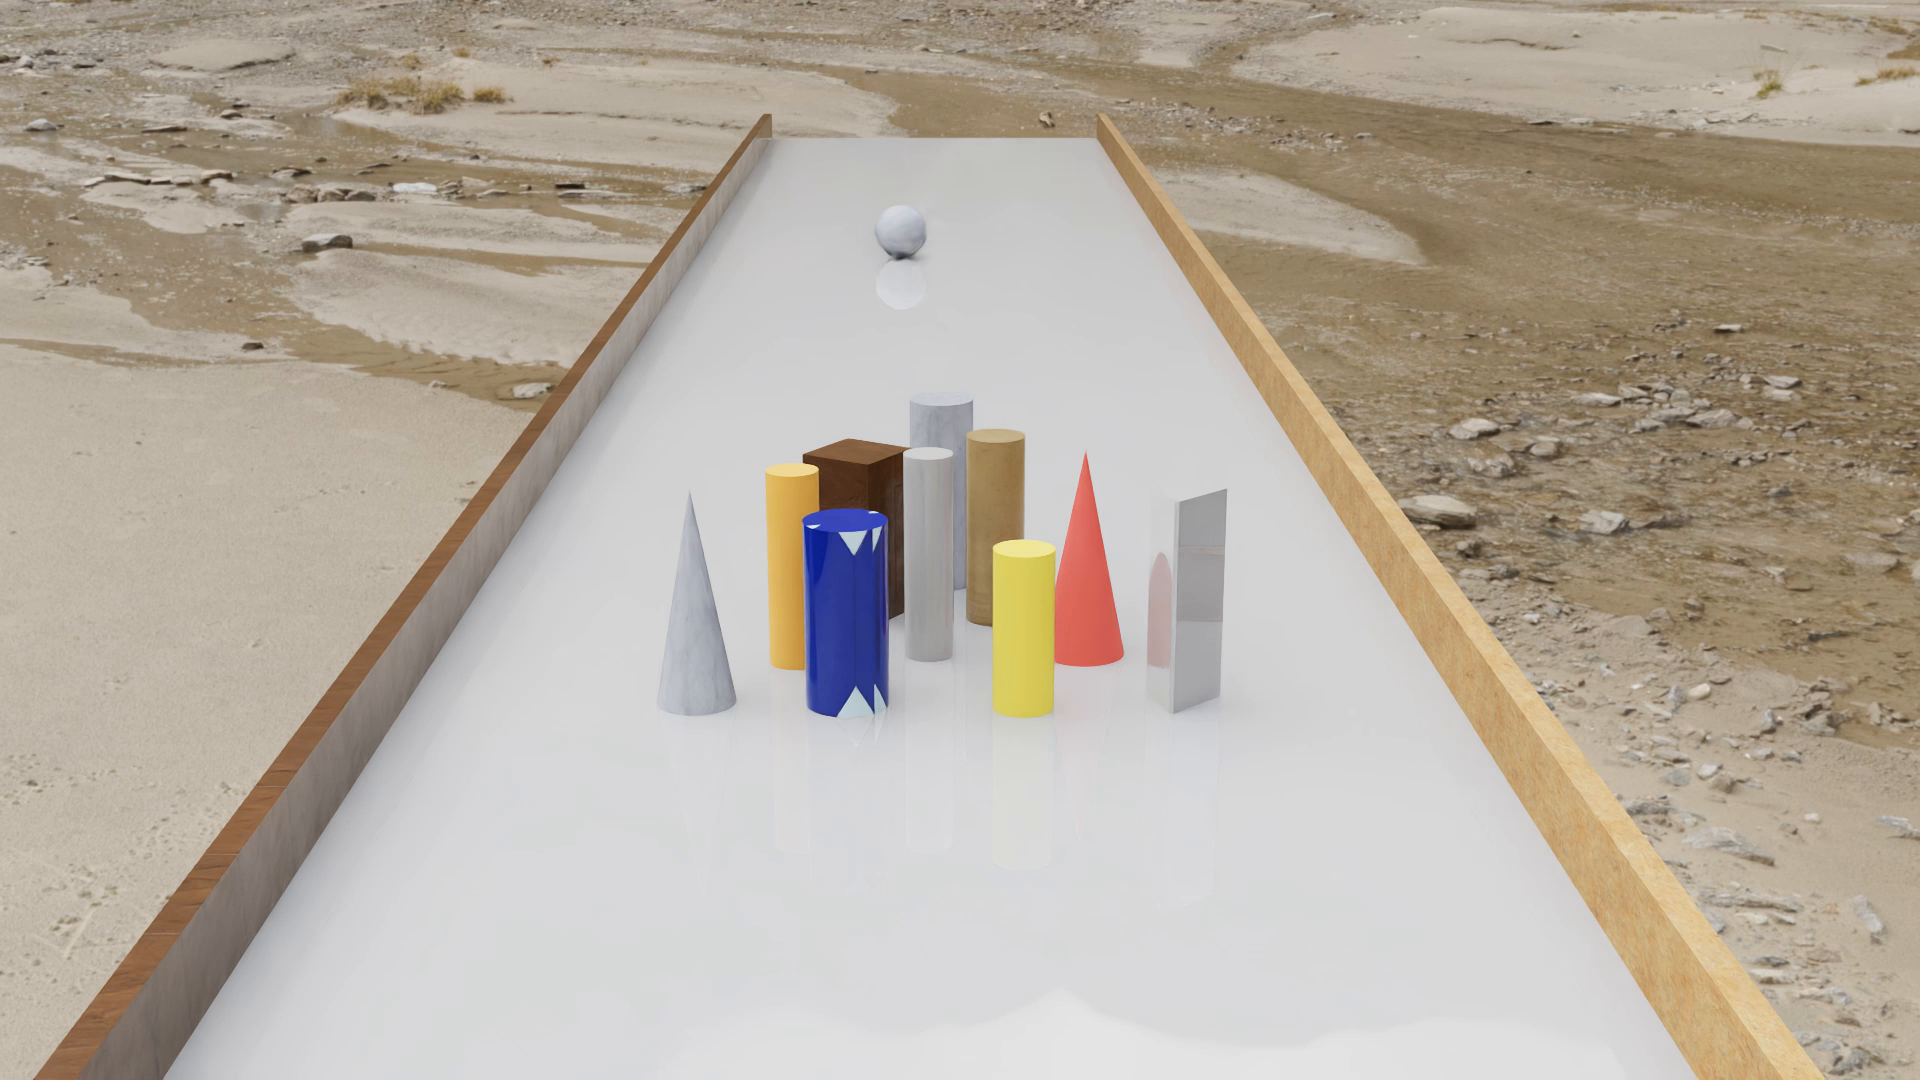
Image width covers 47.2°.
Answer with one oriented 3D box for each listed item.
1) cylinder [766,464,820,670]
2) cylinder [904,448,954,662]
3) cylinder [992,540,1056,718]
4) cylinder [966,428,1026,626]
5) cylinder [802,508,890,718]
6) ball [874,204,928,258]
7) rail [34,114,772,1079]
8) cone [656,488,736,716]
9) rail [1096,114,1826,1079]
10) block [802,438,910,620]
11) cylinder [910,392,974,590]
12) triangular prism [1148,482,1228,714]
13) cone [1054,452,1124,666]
[{"bbox_3d":[-0.328,0.053,4.353,0.104,0.397,0.104,0,17,0],"label":"cylinder"},{"bbox_3d":[-0.062,0.030,4.393,0.100,0.418,0.100,0,17,0],"label":"cylinder"},{"bbox_3d":[0.119,0.166,4.121,0.116,0.313,0.116,0,17,0],"label":"cylinder"},{"bbox_3d":[0.074,-0.026,4.618,0.123,0.397,0.123,0,17,0],"label":"cylinder"},{"bbox_3d":[-0.214,0.136,4.135,0.160,0.361,0.160,0,17,0],"label":"cylinder"},{"bbox_3d":[-0.246,-1.289,9.175,0.219,0.219,0.219,0,17,0],"label":"ball"},{"bbox_3d":[-1.118,-0.838,7.780,0.050,0.150,12.000,0,17,-1],"label":"rail"},{"bbox_3d":[-0.501,0.106,4.131,0.151,0.422,0.151,0,17,0],"label":"cone"},{"bbox_3d":[0.932,-0.844,7.801,0.050,0.150,12.000,0,17,-1],"label":"rail"},{"bbox_3d":[-0.215,-0.016,4.657,0.165,0.355,0.165,10,19,31],"label":"block"},{"bbox_3d":[-0.040,-0.107,4.850,0.138,0.420,0.138,0,17,0],"label":"cylinder"},{"bbox_3d":[0.405,0.102,4.159,0.141,0.414,0.122,-15,22,-41],"label":"triangular prism"},{"bbox_3d":[0.248,0.025,4.400,0.170,0.424,0.170,0,17,0],"label":"cone"}]
